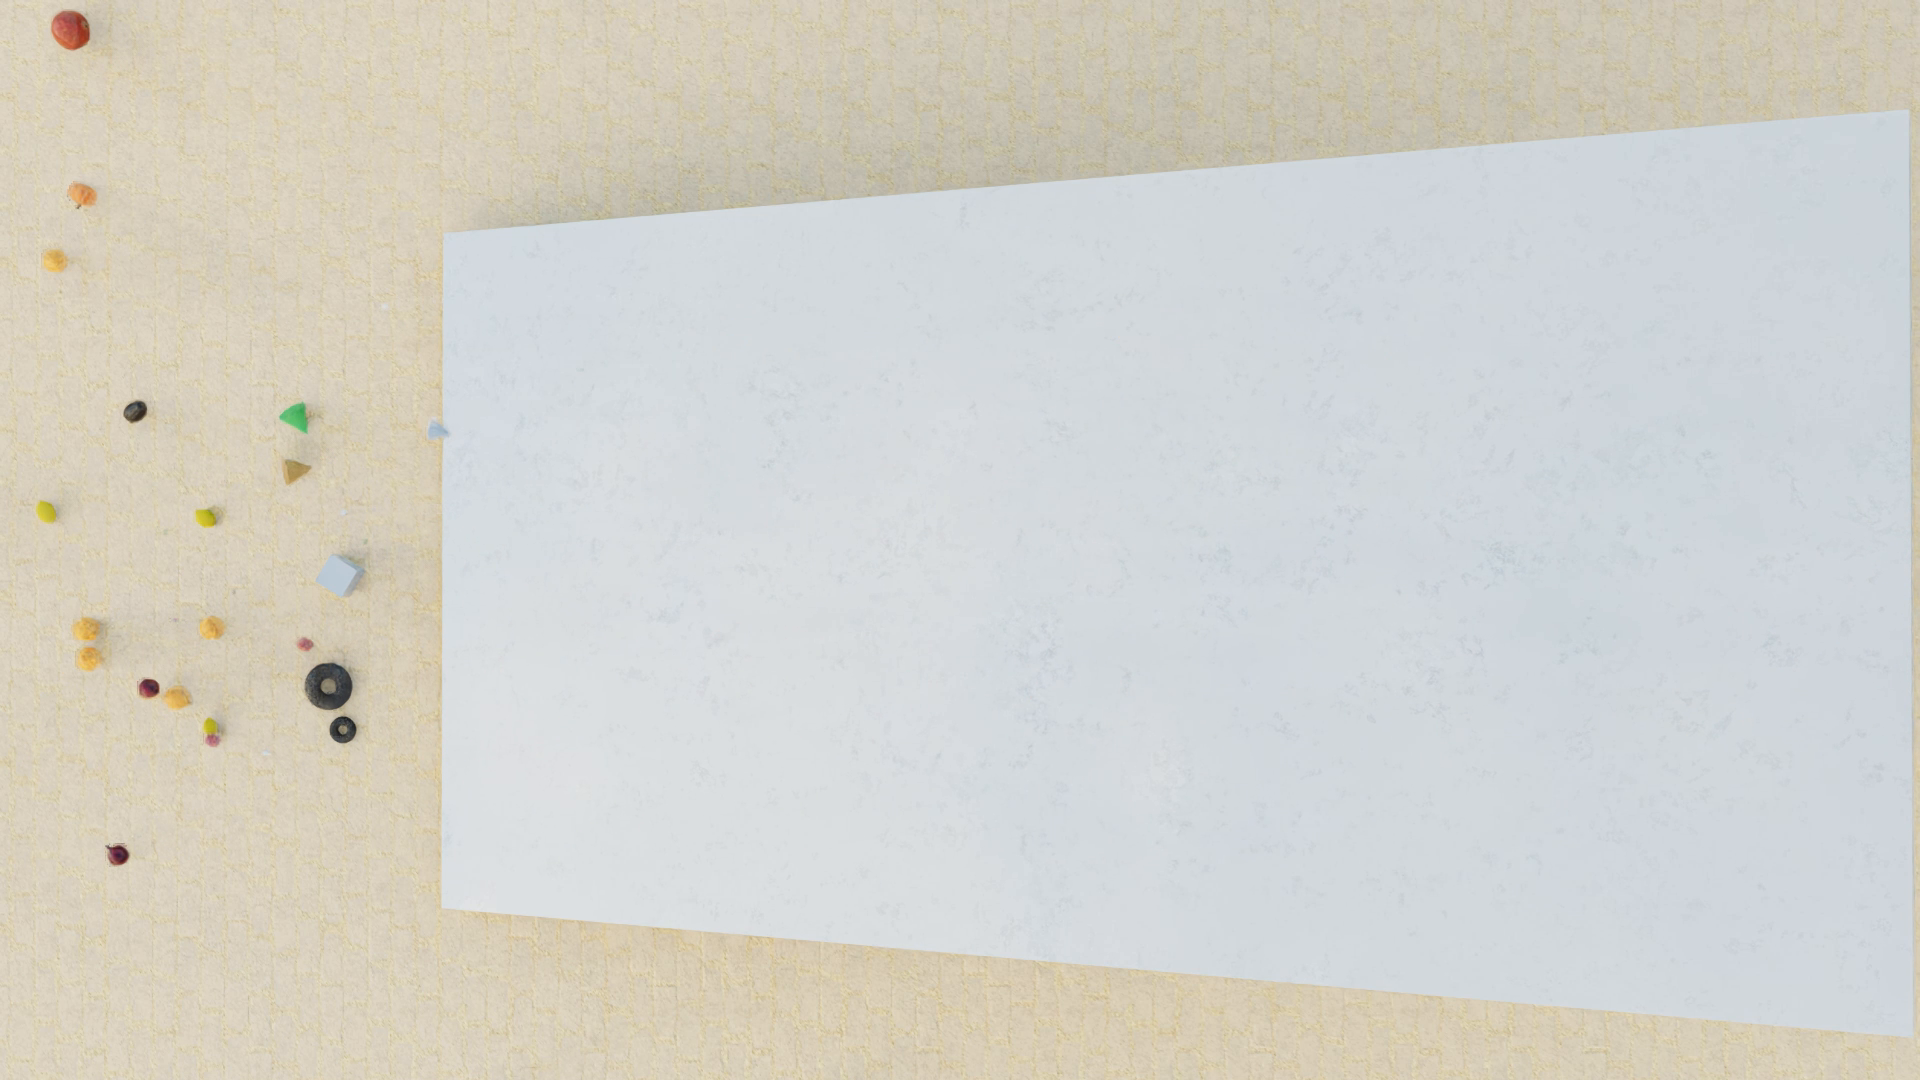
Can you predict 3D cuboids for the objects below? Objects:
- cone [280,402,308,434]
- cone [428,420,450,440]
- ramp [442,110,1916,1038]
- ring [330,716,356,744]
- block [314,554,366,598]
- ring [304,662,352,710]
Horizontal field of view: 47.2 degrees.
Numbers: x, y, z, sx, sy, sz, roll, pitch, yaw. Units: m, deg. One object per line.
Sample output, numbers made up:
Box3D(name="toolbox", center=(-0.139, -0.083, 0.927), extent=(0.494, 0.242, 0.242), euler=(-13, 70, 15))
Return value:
Box3D(name="cone", center=(-1.978, -0.352, 6.591), extent=(0.088, 0.088, 0.088), euler=(-29, 116, 0))
Box3D(name="cone", center=(-1.534, -0.319, 6.505), extent=(0.063, 0.063, 0.063), euler=(12, 89, 0))
Box3D(name="ramp", center=(0.280, 0.080, 5.672), extent=(4.000, 0.100, 2.000), euler=(0, 89, 26))
Box3D(name="ring", center=(-1.849, 0.569, 6.588), extent=(0.081, 0.027, 0.081), euler=(0, 90, 1))
Box3D(name="block", center=(-1.848, 0.107, 6.560), extent=(0.092, 0.092, 0.092), euler=(32, 89, 0))
Box3D(name="ring", center=(-1.889, 0.438, 6.579), extent=(0.143, 0.048, 0.143), euler=(0, 91, 0))
